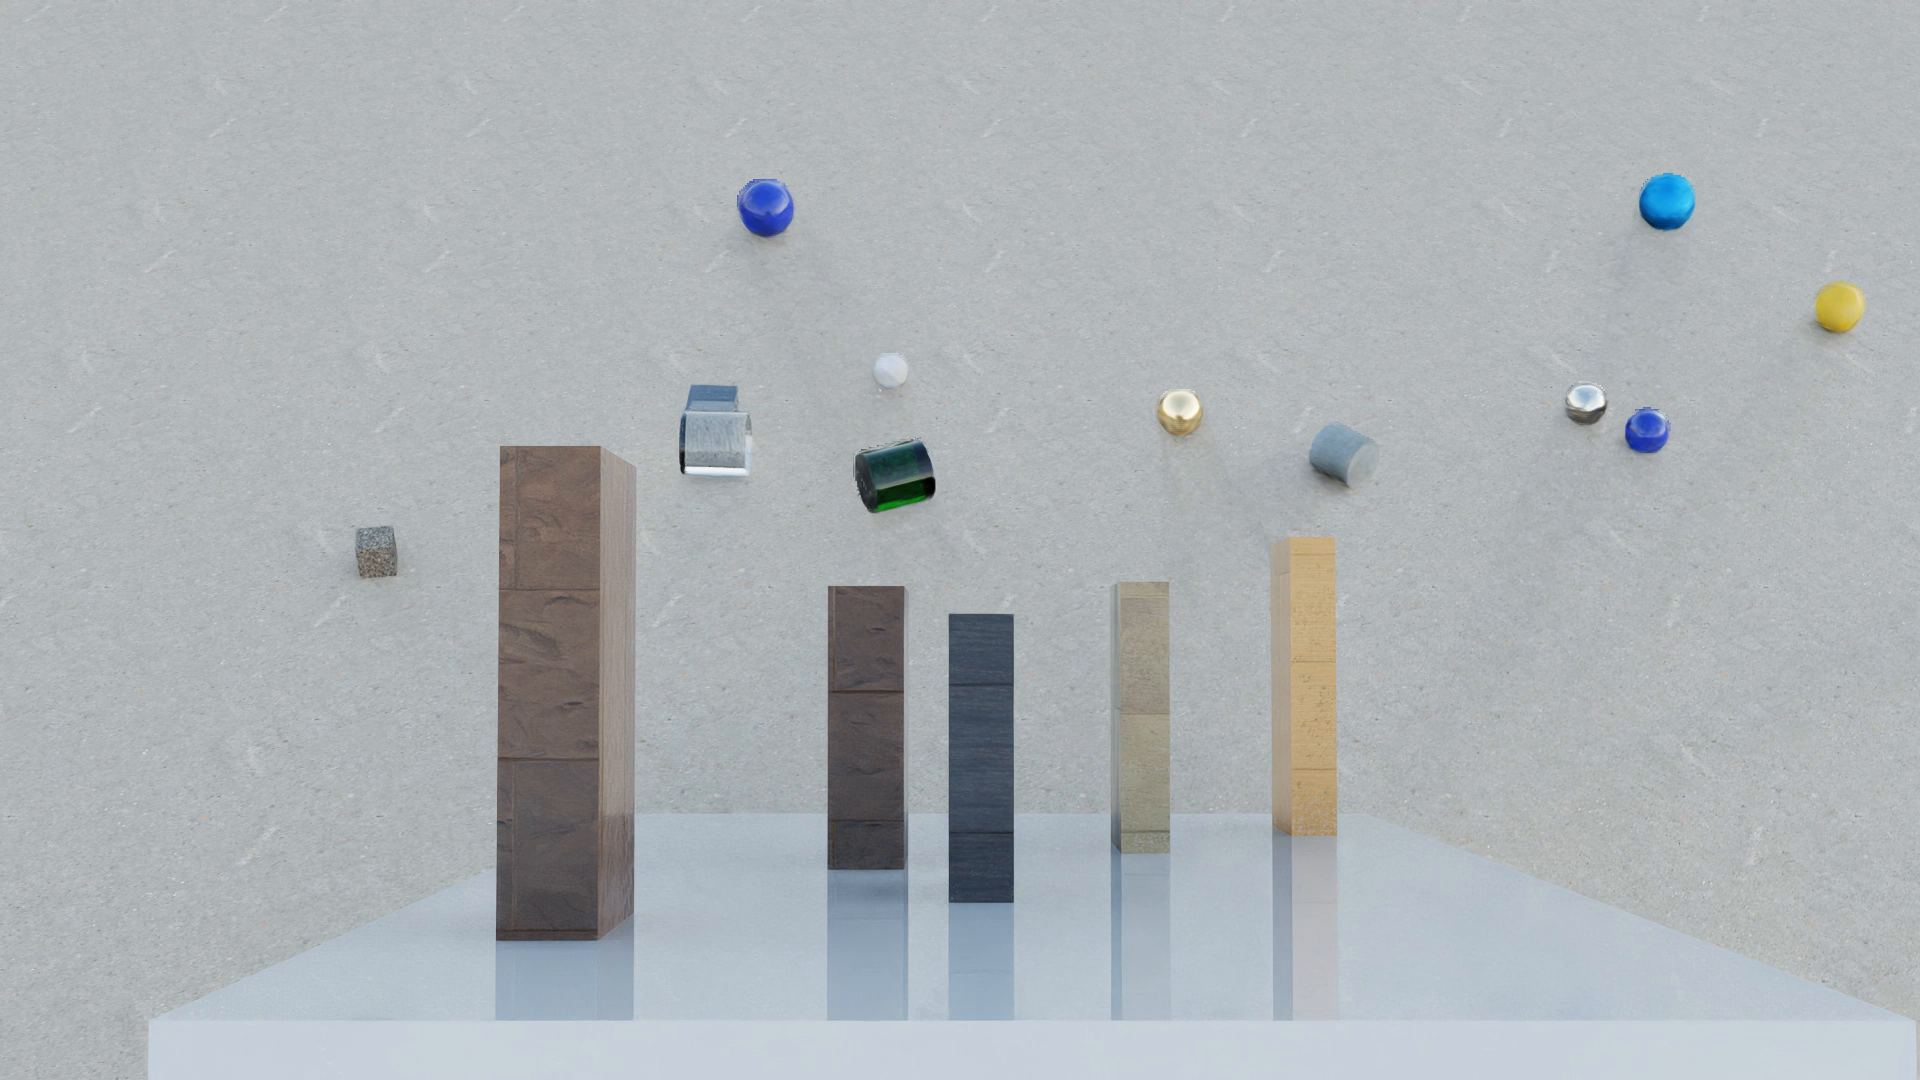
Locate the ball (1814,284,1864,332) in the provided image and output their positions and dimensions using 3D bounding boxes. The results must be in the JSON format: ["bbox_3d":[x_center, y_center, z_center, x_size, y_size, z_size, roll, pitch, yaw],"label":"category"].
[{"bbox_3d":[3.021,-0.797,8.938,0.164,0.164,0.164,0,37,0],"label":"ball"}]

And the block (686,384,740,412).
[{"bbox_3d":[-0.800,-0.396,8.421,0.152,0.152,0.152,2,37,2],"label":"block"}]

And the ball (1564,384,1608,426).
[{"bbox_3d":[2.042,-0.441,8.493,0.137,0.137,0.137,0,37,0],"label":"ball"}]

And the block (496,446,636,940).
[{"bbox_3d":[-0.602,0.232,4.016,0.148,0.722,0.423,0,-3,0],"label":"block"}]

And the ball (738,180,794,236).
[{"bbox_3d":[-0.702,-1.202,9.438,0.203,0.203,0.203,0,37,0],"label":"ball"}]

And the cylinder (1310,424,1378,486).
[{"bbox_3d":[1.216,-0.269,8.254,0.153,0.153,0.153,-30,46,-33],"label":"cylinder"}]

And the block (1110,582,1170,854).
[{"bbox_3d":[0.393,0.385,5.715,0.103,0.575,0.386,0,-3,0],"label":"block"}]

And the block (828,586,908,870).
[{"bbox_3d":[-0.184,0.377,5.318,0.149,0.554,0.449,0,-3,0],"label":"block"}]

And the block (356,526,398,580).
[{"bbox_3d":[-1.768,0.037,7.888,0.109,0.109,0.109,-6,38,-7],"label":"block"}]

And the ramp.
[{"bbox_3d":[0.082,0.687,4.941,2.000,0.100,4.000,0,-3,0],"label":"ramp"}]

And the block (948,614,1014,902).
[{"bbox_3d":[0.036,0.377,4.600,0.110,0.487,0.409,0,-3,0],"label":"block"}]

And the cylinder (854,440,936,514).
[{"bbox_3d":[-0.204,-0.199,8.128,0.193,0.193,0.193,-15,40,-18],"label":"cylinder"}]

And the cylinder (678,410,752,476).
[{"bbox_3d":[-0.775,-0.308,8.261,0.207,0.207,0.207,1,37,2],"label":"cylinder"}]

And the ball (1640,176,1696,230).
[{"bbox_3d":[2.575,-1.226,9.476,0.197,0.197,0.197,0,37,0],"label":"ball"}]

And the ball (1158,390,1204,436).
[{"bbox_3d":[0.715,-0.412,8.446,0.148,0.148,0.148,0,37,0],"label":"ball"}]

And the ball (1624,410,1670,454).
[{"bbox_3d":[2.209,-0.347,8.367,0.140,0.140,0.140,0,37,0],"label":"ball"}]

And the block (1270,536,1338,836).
[{"bbox_3d":[0.825,0.350,6.266,0.105,0.697,0.385,0,-3,0],"label":"block"}]

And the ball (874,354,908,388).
[{"bbox_3d":[-0.231,-0.561,8.671,0.113,0.113,0.113,0,37,0],"label":"ball"}]
